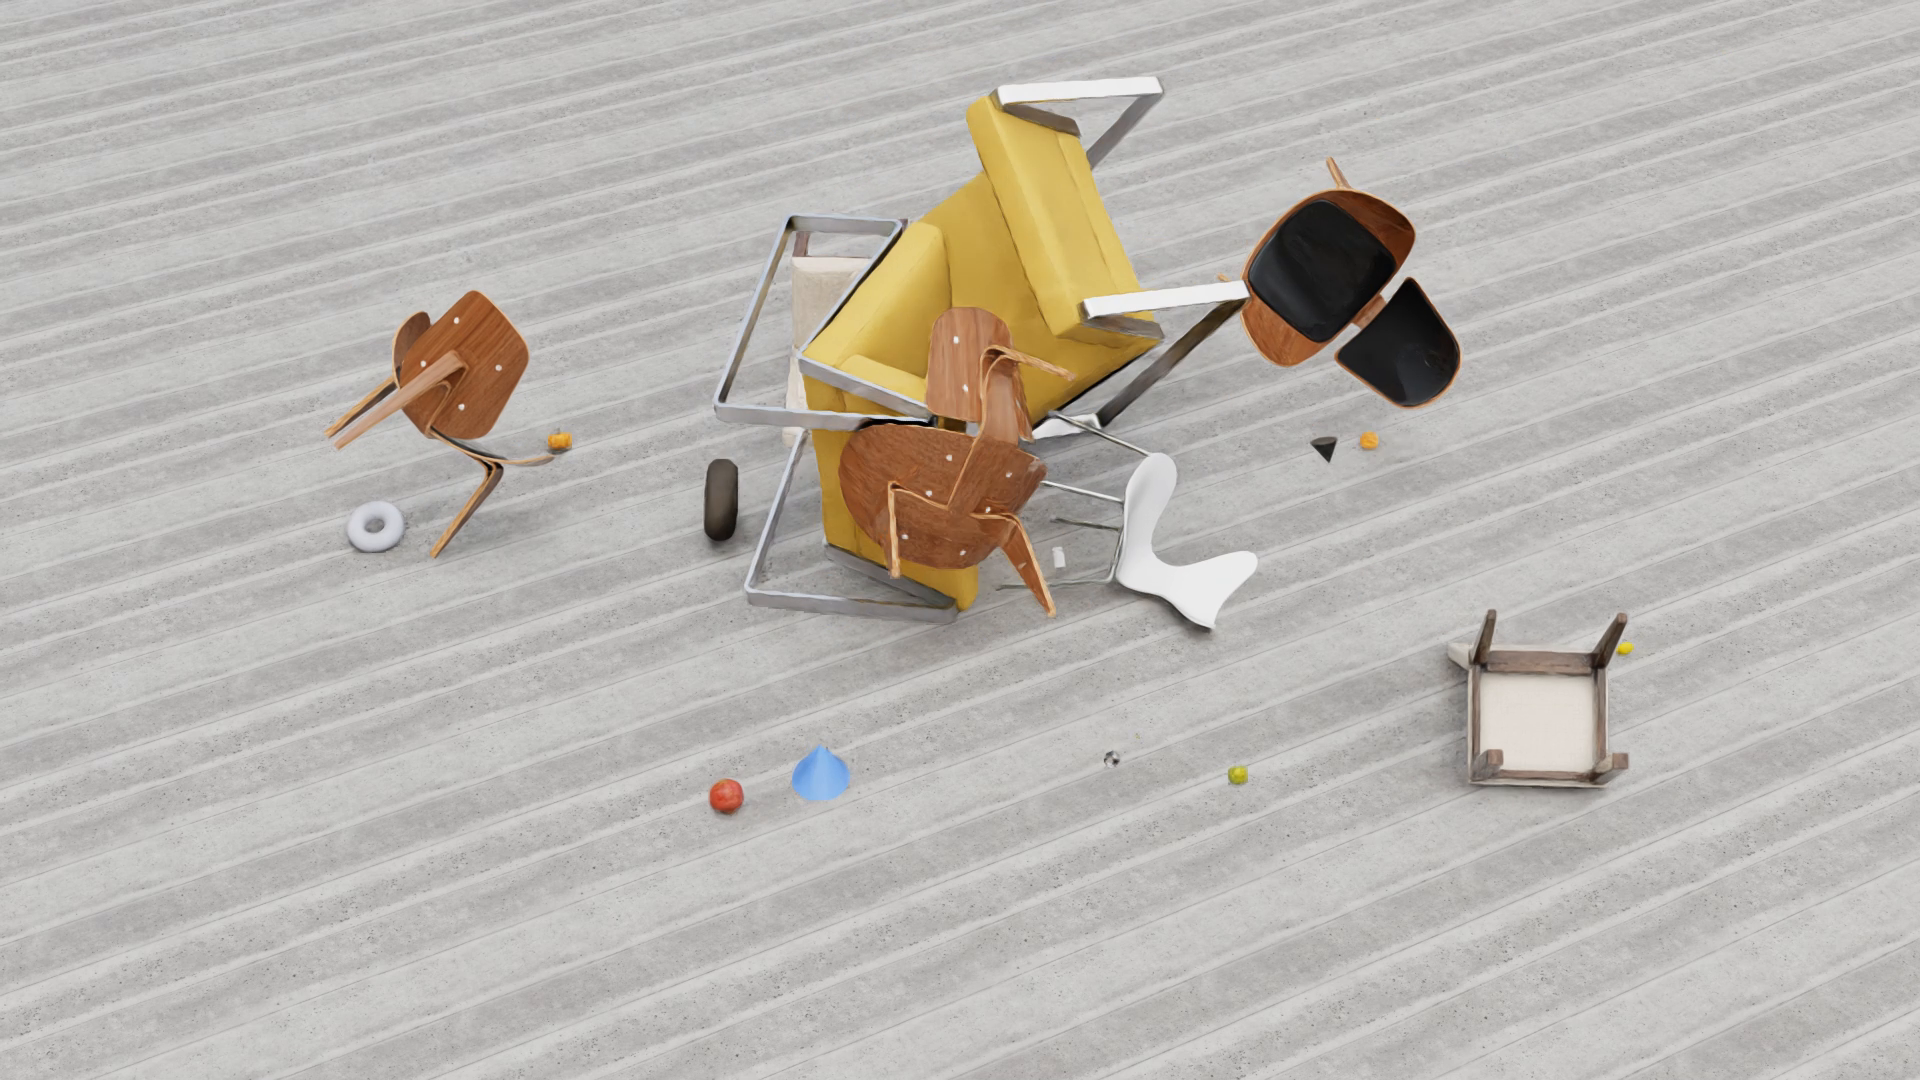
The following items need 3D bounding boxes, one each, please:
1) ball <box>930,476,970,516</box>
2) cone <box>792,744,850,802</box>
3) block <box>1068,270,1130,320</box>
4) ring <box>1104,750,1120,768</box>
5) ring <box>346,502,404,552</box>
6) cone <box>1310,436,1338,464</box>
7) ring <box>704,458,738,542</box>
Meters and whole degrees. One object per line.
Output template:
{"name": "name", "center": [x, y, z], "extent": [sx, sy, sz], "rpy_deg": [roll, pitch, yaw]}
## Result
{"name": "ball", "center": [-0.040, -0.168, 11.065], "extent": [0.149, 0.149, 0.149], "rpy_deg": [0, 33, 0]}
{"name": "cone", "center": [-0.462, 0.731, 9.707], "extent": [0.193, 0.140, 0.257], "rpy_deg": [0, 33, 1]}
{"name": "block", "center": [0.586, -1.028, 12.333], "extent": [0.195, 0.170, 0.121], "rpy_deg": [17, 80, 22]}
{"name": "ring", "center": [0.508, 0.731, 9.787], "extent": [0.049, 0.055, 0.039], "rpy_deg": [38, 35, 14]}
{"name": "ring", "center": [-2.175, -0.050, 10.909], "extent": [0.217, 0.066, 0.217], "rpy_deg": [31, 64, 21]}
{"name": "cone", "center": [1.380, -0.331, 11.043], "extent": [0.094, 0.093, 0.120], "rpy_deg": [-26, 20, -32]}
{"name": "ring", "center": [-0.889, -0.150, 10.903], "extent": [0.114, 0.301, 0.347], "rpy_deg": [4, 26, -8]}
